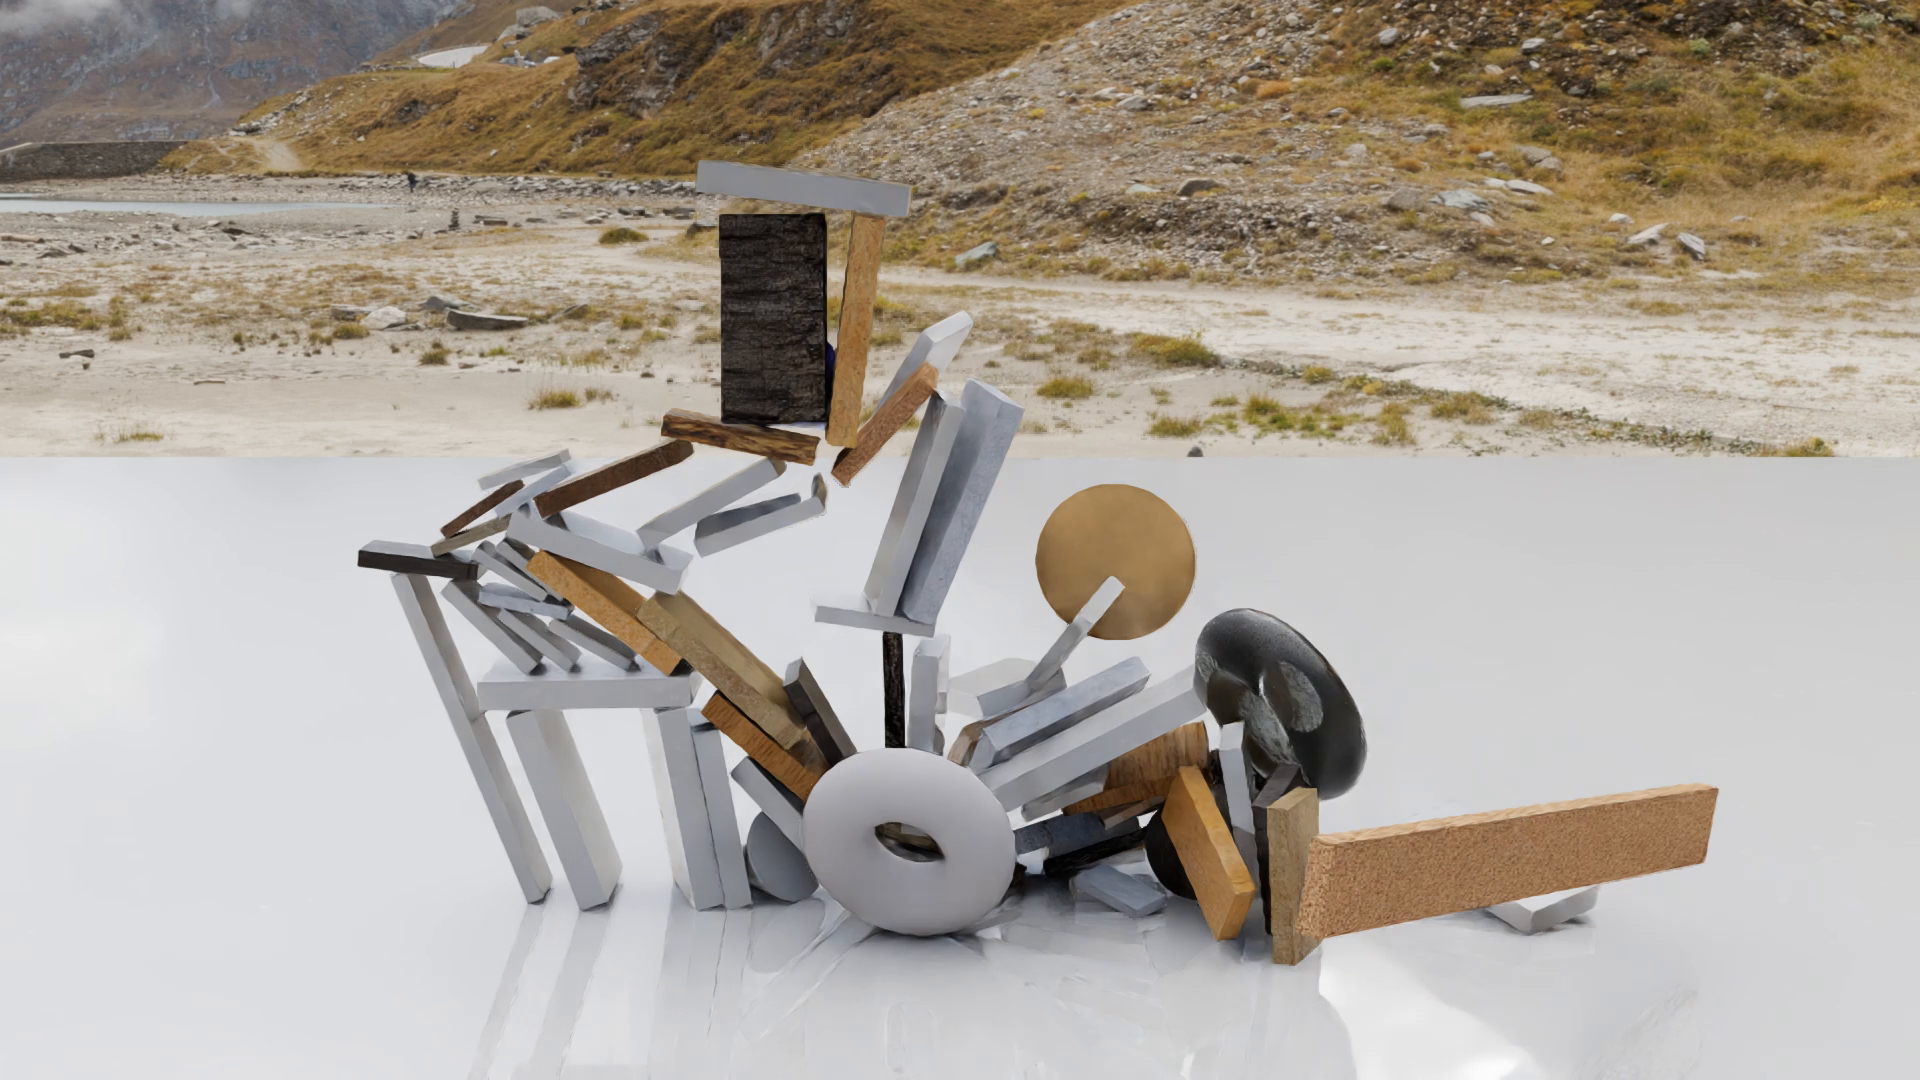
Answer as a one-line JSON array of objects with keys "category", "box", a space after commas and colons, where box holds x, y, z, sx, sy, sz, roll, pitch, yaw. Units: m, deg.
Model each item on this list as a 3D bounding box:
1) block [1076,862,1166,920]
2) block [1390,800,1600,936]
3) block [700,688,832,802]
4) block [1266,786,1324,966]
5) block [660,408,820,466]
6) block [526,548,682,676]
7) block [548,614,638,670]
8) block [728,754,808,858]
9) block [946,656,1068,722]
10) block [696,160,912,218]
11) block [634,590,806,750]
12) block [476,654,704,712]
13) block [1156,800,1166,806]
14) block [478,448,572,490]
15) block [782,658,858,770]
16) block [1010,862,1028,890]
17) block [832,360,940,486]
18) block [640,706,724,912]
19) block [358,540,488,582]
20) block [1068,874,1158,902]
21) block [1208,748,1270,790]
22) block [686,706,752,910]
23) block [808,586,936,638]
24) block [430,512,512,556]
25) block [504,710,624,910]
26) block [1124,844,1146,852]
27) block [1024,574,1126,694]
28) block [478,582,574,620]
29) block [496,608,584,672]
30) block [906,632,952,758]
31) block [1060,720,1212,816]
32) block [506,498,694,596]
[{"category": "block", "box": [0.263, 0.576, 3.609, 0.069, 0.020, 0.138, -17, 29, -39]}, {"category": "block", "box": [0.875, 0.537, 3.624, 0.157, 0.044, 0.313, -14, 28, -32]}, {"category": "block", "box": [-0.283, 0.345, 3.612, 0.303, 0.043, 0.152, 41, 13, -4]}, {"category": "block", "box": [0.517, 0.516, 3.387, 0.035, 0.246, 0.123, 1, 10, 30]}, {"category": "block", "box": [-0.348, -0.165, 3.514, 0.244, 0.035, 0.122, 11, 8, -2]}, {"category": "block", "box": [-0.565, 0.102, 3.574, 0.284, 0.040, 0.142, 38, 10, -6]}, {"category": "block", "box": [-0.598, 0.162, 3.589, 0.145, 0.021, 0.072, 29, 10, -4]}, {"category": "block", "box": [-0.245, 0.465, 3.659, 0.043, 0.303, 0.152, -43, -1, 15]}, {"category": "block", "box": [0.067, 0.261, 3.889, 0.157, 0.044, 0.314, -19, 5, -14]}, {"category": "block", "box": [-0.241, -0.552, 3.445, 0.324, 0.046, 0.162, 7, 11, -1]}, {"category": "block", "box": [-0.380, 0.200, 3.584, 0.328, 0.040, 0.142, 42, 11, -6]}, {"category": "block", "box": [-0.601, 0.231, 3.603, 0.341, 0.048, 0.171, -1, 11, 1]}, {"category": "block", "box": [0.273, 0.414, 3.702, 0.152, 0.022, 0.076, -5, 41, 9]}, {"category": "block", "box": [-0.699, -0.113, 3.535, 0.139, 0.020, 0.069, -17, 9, 5]}, {"category": "block", "box": [-0.227, 0.296, 3.608, 0.028, 0.196, 0.098, -26, 17, 9]}, {"category": "block", "box": [0.042, 0.540, 3.678, 0.138, 0.020, 0.069, 22, 13, 5]}, {"category": "block", "box": [-0.118, -0.187, 3.506, 0.030, 0.215, 0.108, 41, 17, -11]}, {"category": "block", "box": [-0.463, 0.422, 3.631, 0.048, 0.341, 0.171, -14, 14, -17]}, {"category": "block", "box": [-0.868, 0.032, 3.566, 0.193, 0.027, 0.096, 7, 10, -1]}, {"category": "block", "box": [0.255, 0.580, 3.668, 0.138, 0.020, 0.069, -1, 11, -7]}, {"category": "block", "box": [0.486, 0.433, 3.860, 0.157, 0.044, 0.313, 27, -19, -5]}, {"category": "block", "box": [-0.409, 0.441, 3.630, 0.043, 0.303, 0.152, -14, 14, -17]}, {"category": "block", "box": [-0.144, 0.117, 3.569, 0.196, 0.028, 0.098, 9, 15, -13]}, {"category": "block", "box": [-0.784, -0.010, 3.557, 0.135, 0.019, 0.067, -20, 9, 5]}, {"category": "block", "box": [-0.653, 0.423, 3.641, 0.048, 0.341, 0.171, -19, 10, 3]}, {"category": "block", "box": [0.244, 0.535, 3.904, 0.165, 0.023, 0.082, -5, 11, -23]}, {"category": "block", "box": [0.188, 0.157, 3.627, 0.031, 0.220, 0.110, 39, 48, 4]}, {"category": "block", "box": [-0.704, 0.098, 3.576, 0.145, 0.021, 0.072, 11, 11, -2]}, {"category": "block", "box": [-0.685, 0.156, 3.588, 0.145, 0.021, 0.072, 38, 9, -6]}, {"category": "block", "box": [-0.055, 0.318, 3.623, 0.043, 0.303, 0.152, 5, 13, 6]}, {"category": "block", "box": [0.289, 0.379, 3.646, 0.252, 0.036, 0.126, -14, 31, 11]}, {"category": "block", "box": [-0.579, 0.009, 3.555, 0.284, 0.040, 0.142, 20, 11, -2]}]
